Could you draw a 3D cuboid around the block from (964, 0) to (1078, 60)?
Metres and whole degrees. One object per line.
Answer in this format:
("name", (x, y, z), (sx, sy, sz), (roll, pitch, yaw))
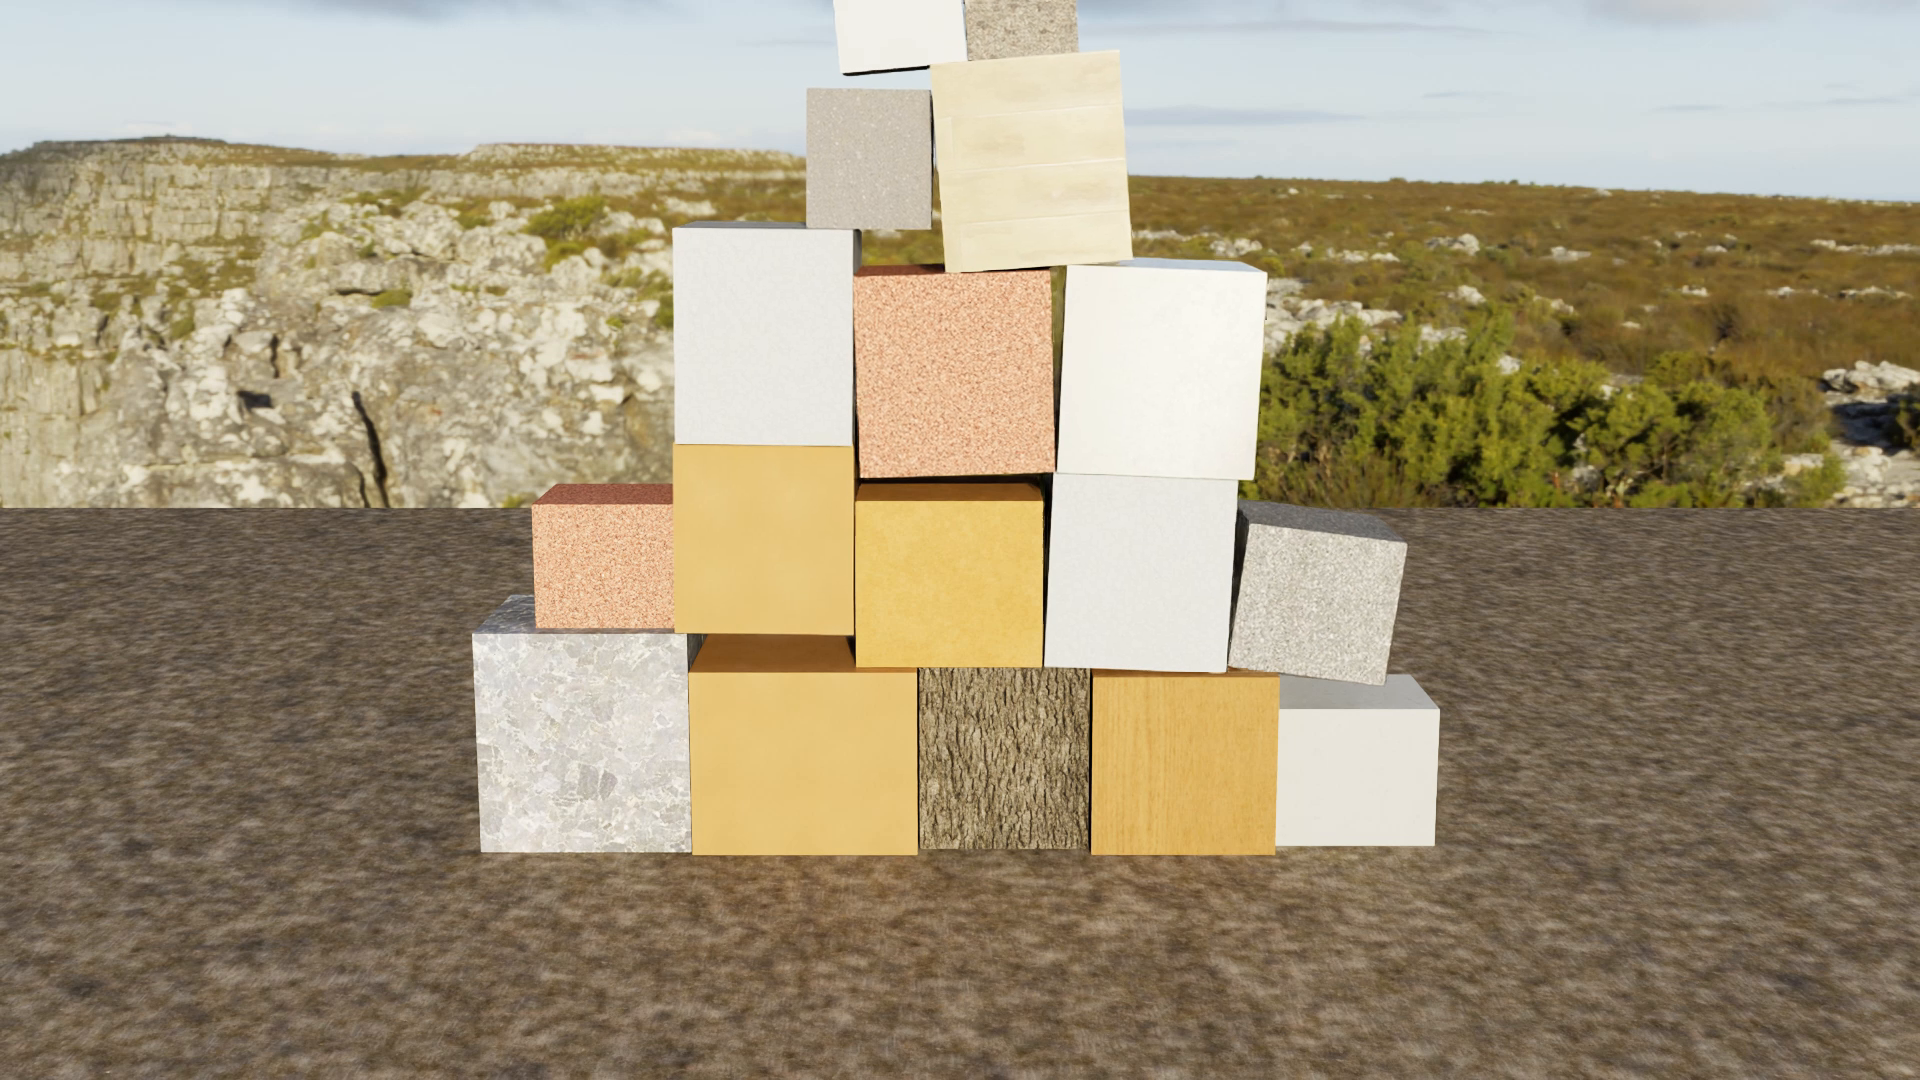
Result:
("block", (0.285, -2.631, 10.686), (0.529, 0.573, 0.533), (-3, 10, 1))

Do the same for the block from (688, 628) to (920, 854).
("block", (-0.771, 1.016, 11.373), (1.120, 0.932, 1.041), (0, 10, 0))

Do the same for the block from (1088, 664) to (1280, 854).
("block", (1.111, 1.027, 11.382), (0.915, 0.907, 1.048), (0, 10, 0))

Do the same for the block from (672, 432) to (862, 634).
("block", (-0.957, -0.085, 11.178), (0.877, 0.945, 0.922), (1, 10, 0))

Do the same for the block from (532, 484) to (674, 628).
("block", (-1.758, 0.071, 11.195), (0.695, 0.621, 0.669), (0, 10, 0))

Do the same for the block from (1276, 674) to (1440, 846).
("block", (1.986, 1.128, 11.385), (0.813, 0.708, 0.728), (0, 10, 0))

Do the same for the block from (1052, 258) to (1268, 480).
("block", (0.964, -0.885, 11.018), (0.950, 0.997, 0.989), (2, 10, 0))

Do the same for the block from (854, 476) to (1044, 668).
("block", (-0.054, 0.144, 11.223), (0.920, 0.832, 0.847), (0, 10, 0))

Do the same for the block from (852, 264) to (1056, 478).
("block", (-0.025, -0.873, 11.007), (0.941, 0.967, 0.934), (-2, 10, 0))

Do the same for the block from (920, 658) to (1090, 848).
("block", (0.221, 1.014, 11.377), (0.845, 0.935, 0.860), (0, 10, 0))

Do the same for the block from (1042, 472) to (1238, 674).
("block", (0.885, 0.085, 11.191), (0.899, 0.979, 0.838), (2, 10, 0))

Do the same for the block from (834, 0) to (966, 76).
("block", (-0.297, -2.610, 10.696), (0.603, 0.631, 0.579), (-5, 10, 1))

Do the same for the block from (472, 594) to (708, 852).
("block", (-1.867, 0.926, 11.353), (1.051, 1.117, 0.946), (0, 10, 0))

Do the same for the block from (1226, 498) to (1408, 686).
("block", (1.761, 0.248, 11.231), (0.780, 0.724, 0.801), (7, 10, -1))

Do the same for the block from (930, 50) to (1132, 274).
("block", (0.340, -1.867, 10.844), (0.890, 0.982, 0.902), (-4, 10, 1))

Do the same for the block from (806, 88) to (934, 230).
("block", (-0.436, -1.883, 10.854), (0.599, 0.661, 0.684), (1, 10, 0))

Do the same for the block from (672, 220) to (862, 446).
("block", (-0.939, -1.052, 10.975), (0.850, 1.029, 0.990), (1, 10, 0))
